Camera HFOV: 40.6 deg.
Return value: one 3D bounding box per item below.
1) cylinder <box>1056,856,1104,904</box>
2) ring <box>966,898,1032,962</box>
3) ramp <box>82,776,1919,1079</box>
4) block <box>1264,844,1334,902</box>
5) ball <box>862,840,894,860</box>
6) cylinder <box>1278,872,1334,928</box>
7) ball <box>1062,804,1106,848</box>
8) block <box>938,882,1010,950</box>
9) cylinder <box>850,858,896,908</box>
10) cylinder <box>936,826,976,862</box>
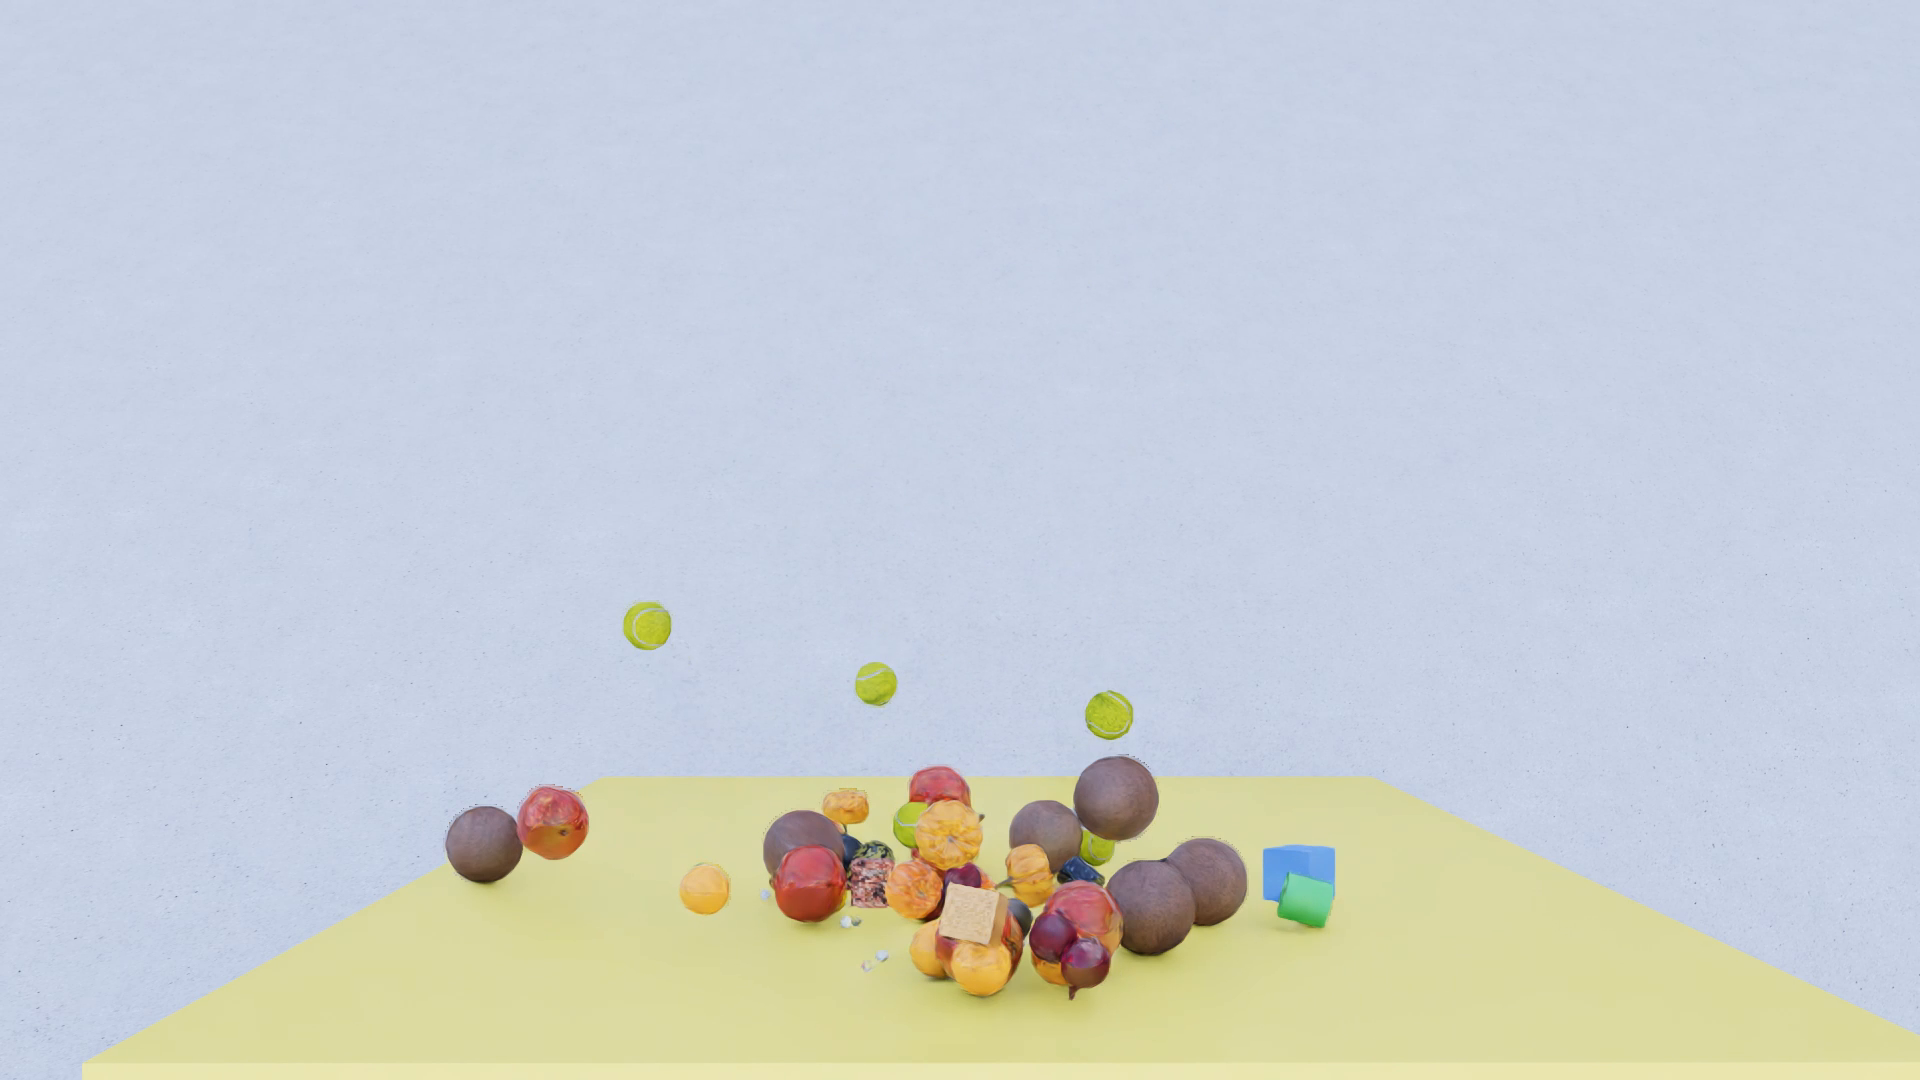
[{"bbox_3d":[0.189,0.532,4.058,0.053,0.053,0.053,38,47,28],"label":"cylinder"},{"bbox_3d":[0.051,0.518,3.443,0.101,0.101,0.034,-18,47,-26],"label":"ring"},{"bbox_3d":[0.072,0.634,4.736,2.000,0.100,4.000,0,-1,0],"label":"ramp"},{"bbox_3d":[0.541,0.533,4.138,0.082,0.082,0.082,-1,-1,37],"label":"block"},{"bbox_3d":[-0.144,0.545,4.415,0.066,0.066,0.066,0,33,0],"label":"ball"},{"bbox_3d":[0.504,0.527,3.788,0.066,0.066,0.066,15,34,2],"label":"cylinder"},{"bbox_3d":[0.236,0.545,4.933,0.083,0.083,0.083,0,33,0],"label":"ball"},{"bbox_3d":[0.017,0.443,3.054,0.062,0.062,0.062,9,78,15],"label":"block"},{"bbox_3d":[-0.137,0.538,4.071,0.070,0.070,0.070,0,-1,0],"label":"cylinder"},{"bbox_3d":[-0.006,0.550,4.693,0.065,0.065,0.065,-1,32,10],"label":"cylinder"}]
